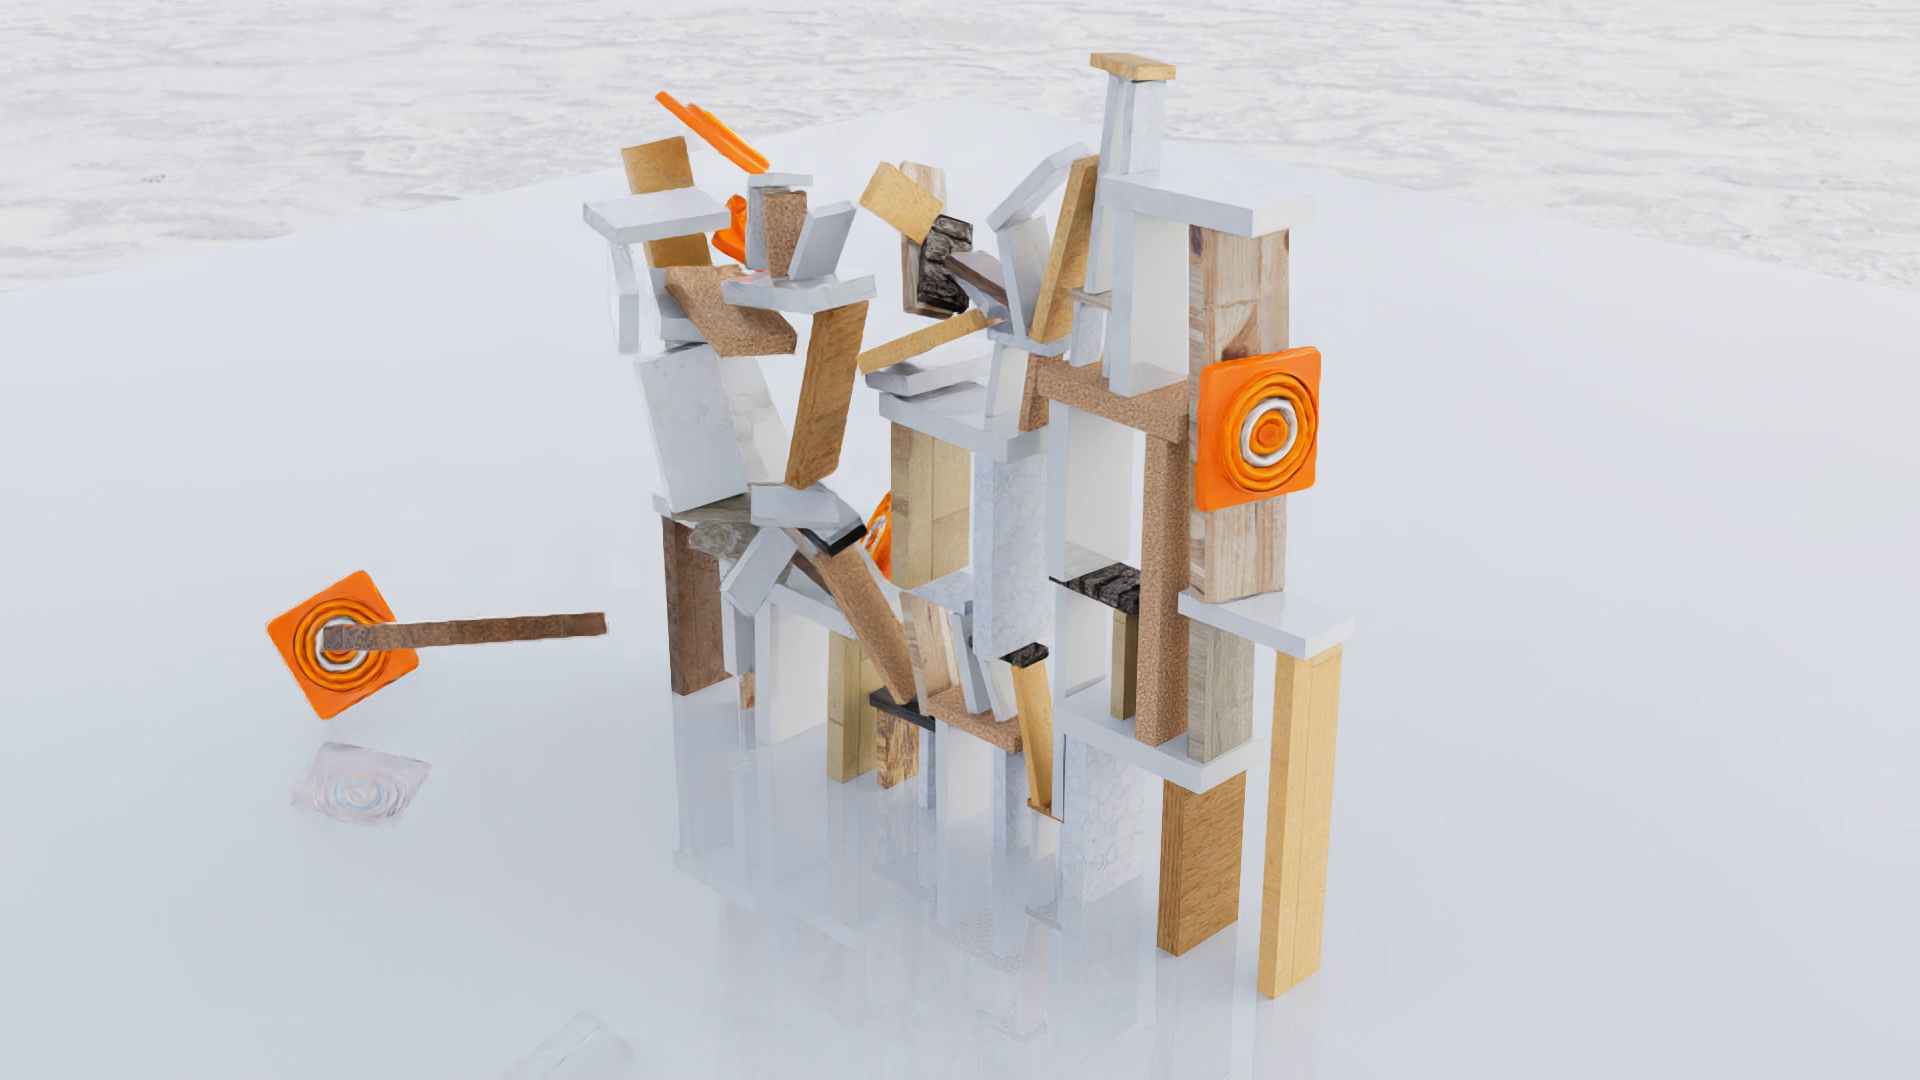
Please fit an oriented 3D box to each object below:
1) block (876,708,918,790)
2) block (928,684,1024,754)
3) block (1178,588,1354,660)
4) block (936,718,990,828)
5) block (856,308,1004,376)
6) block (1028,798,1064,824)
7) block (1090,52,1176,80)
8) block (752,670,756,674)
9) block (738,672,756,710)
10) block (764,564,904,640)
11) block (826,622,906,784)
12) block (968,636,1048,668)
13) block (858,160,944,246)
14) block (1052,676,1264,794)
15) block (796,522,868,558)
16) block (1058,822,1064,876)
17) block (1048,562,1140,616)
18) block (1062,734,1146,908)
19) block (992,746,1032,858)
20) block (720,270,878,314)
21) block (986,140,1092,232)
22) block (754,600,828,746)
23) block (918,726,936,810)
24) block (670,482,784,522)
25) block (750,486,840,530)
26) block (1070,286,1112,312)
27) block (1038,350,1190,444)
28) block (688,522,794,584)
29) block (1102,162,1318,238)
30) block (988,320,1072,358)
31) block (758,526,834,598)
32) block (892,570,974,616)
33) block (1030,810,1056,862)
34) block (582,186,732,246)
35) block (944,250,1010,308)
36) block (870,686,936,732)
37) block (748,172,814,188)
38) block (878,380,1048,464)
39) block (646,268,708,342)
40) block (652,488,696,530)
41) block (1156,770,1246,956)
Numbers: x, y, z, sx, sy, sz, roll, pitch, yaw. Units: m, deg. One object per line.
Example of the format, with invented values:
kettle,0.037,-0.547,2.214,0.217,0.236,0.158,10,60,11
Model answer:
block,-0.129,0.415,4.546,0.092,0.184,0.026,-21,32,-40
block,0.061,0.344,4.302,0.236,0.033,0.118,21,31,40
block,0.514,0.124,3.706,0.134,0.038,0.268,-21,31,-40
block,0.005,0.447,4.405,0.118,0.236,0.033,-21,30,-41
block,-0.046,-0.375,4.058,0.274,0.039,0.137,-17,5,36
block,0.190,0.516,4.235,0.113,0.016,0.056,21,30,40
block,0.285,-0.783,3.634,0.075,0.021,0.149,-7,23,-27
block,-0.443,0.274,4.824,0.053,0.015,0.106,-21,31,-40
block,-0.464,0.318,4.874,0.015,0.106,0.053,19,30,39
block,-0.270,0.107,4.556,0.173,0.049,0.346,-21,31,-40
block,-0.194,0.319,4.565,0.173,0.346,0.049,-21,34,-41
block,0.092,0.204,4.204,0.143,0.020,0.072,20,30,40
block,-0.106,-0.613,4.006,0.025,0.088,0.176,30,2,38
block,0.356,0.348,3.984,0.175,0.049,0.349,-21,31,-41
block,-0.261,-0.031,4.335,0.089,0.025,0.178,-34,35,-14
block,0.216,0.586,4.235,0.016,0.113,0.056,23,32,40
block,0.272,0.076,3.977,0.106,0.030,0.212,-19,29,-38
block,0.274,0.499,4.137,0.049,0.349,0.175,21,31,41
block,0.118,0.490,4.303,0.033,0.236,0.118,21,31,41
block,-0.305,-0.470,4.119,0.152,0.043,0.303,-18,19,-33
block,0.134,-0.605,3.773,0.099,0.028,0.199,-30,-6,-42
block,-0.357,0.255,4.715,0.049,0.346,0.173,25,33,39
block,-0.041,0.449,4.467,0.026,0.184,0.092,22,31,40
block,-0.462,-0.077,4.404,0.214,0.030,0.107,1,33,8
block,-0.317,-0.062,4.222,0.167,0.024,0.083,4,47,-12
block,0.252,-0.417,3.791,0.060,0.017,0.120,-19,29,-38
block,0.310,-0.251,3.791,0.167,0.047,0.335,-19,29,-38
block,-0.437,0.000,4.507,0.214,0.107,0.030,21,12,-10
block,0.400,-0.554,3.562,0.160,0.045,0.320,-20,29,-39
block,0.129,-0.363,3.935,0.149,0.021,0.075,21,33,38
block,-0.313,0.011,4.456,0.030,0.214,0.107,-35,25,29
block,-0.029,0.091,4.303,0.201,0.028,0.100,21,31,40
block,0.163,0.565,4.284,0.016,0.112,0.056,23,32,40
block,-0.588,-0.631,4.273,0.257,0.036,0.129,-15,38,-36
block,0.067,-0.471,3.979,0.093,0.026,0.186,-12,37,-42
block,-0.085,0.335,4.463,0.184,0.026,0.092,19,29,38
block,-0.336,-0.674,4.115,0.078,0.022,0.157,-2,9,-22
block,0.026,-0.230,4.096,0.170,0.048,0.339,-21,32,-40
block,-0.532,-0.469,4.380,0.156,0.044,0.311,1,24,-14
block,-0.512,-0.062,4.754,0.153,0.043,0.307,-21,31,-39
block,0.438,0.564,3.986,0.049,0.349,0.175,21,31,41
